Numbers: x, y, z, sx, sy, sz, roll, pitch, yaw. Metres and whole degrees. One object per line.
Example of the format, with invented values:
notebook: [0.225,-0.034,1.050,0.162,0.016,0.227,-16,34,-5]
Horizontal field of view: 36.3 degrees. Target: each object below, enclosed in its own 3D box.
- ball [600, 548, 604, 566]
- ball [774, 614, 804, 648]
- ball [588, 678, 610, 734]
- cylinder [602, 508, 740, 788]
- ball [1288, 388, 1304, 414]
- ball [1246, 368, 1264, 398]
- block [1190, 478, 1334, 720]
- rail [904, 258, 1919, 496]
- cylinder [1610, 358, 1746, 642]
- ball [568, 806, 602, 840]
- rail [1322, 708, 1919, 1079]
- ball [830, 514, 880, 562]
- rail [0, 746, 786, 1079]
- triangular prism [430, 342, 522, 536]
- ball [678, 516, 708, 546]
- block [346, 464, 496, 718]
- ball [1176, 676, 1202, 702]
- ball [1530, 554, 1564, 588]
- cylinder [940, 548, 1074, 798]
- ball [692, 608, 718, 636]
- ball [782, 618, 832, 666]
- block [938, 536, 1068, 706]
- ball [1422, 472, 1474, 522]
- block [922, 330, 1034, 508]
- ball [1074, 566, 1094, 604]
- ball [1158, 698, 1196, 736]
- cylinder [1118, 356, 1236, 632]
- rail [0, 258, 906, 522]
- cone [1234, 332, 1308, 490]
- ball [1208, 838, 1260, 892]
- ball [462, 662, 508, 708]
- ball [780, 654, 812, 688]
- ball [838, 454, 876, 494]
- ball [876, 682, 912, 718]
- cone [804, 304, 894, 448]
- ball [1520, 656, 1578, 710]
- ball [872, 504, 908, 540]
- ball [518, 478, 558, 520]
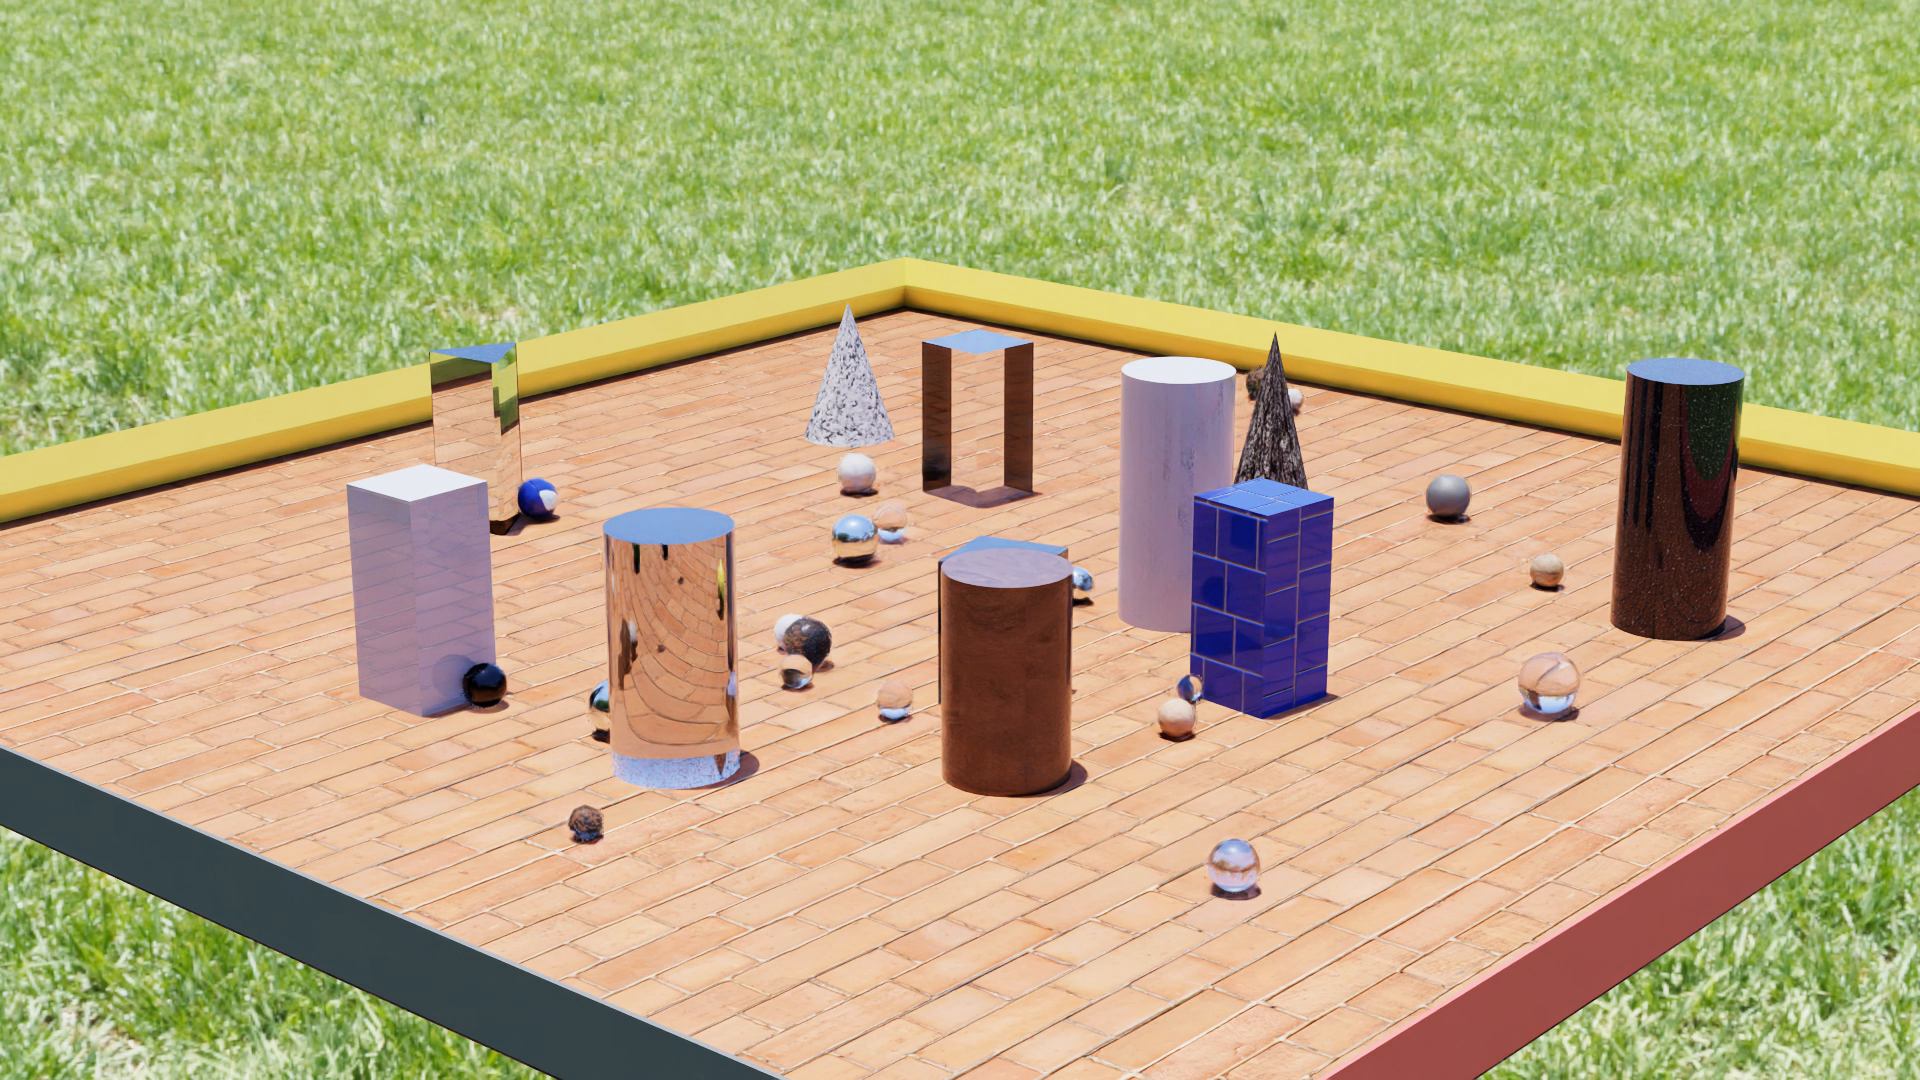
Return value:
ball: [-0.614,0.031,5.239,0.058,0.058,0.058,0,17,0]
ball: [-0.276,0.152,4.834,0.061,0.061,0.061,0,17,0]
ball: [-0.520,0.253,4.450,0.089,0.089,0.089,0,17,0]
cylinder: [-0.420,0.156,4.285,0.191,0.370,0.191,0,17,0]
ball: [0.715,-0.302,6.346,0.056,0.056,0.056,0,17,0]
ball: [0.665,-0.347,6.474,0.068,0.068,0.068,0,17,0]
block: [0.470,0.089,4.581,0.153,0.327,0.153,-15,22,-40]
rail: [1.093,-0.333,6.326,3.306,0.124,0.045,14,22,39]
cylinder: [1.200,-0.069,4.912,0.191,0.439,0.191,0,17,0]
ball: [-0.519,0.391,4.064,0.047,0.047,0.047,0,17,0]
rail: [1.230,0.340,4.098,0.045,0.124,3.382,14,22,39]
ball: [-0.190,-0.003,5.298,0.088,0.088,0.088,0,17,0]
rail: [-1.093,0.395,3.915,3.306,0.124,0.045,14,22,39]
triangular prism: [-0.881,-0.197,5.523,0.165,0.331,0.143,11,20,33]
ball: [-0.492,-0.017,5.401,0.056,0.056,0.056,0,17,0]
block: [-0.840,0.077,4.585,0.153,0.347,0.153,14,22,39]
ball: [0.360,0.233,4.600,0.041,0.041,0.041,0,17,0]
ball: [1.034,0.054,5.160,0.060,0.060,0.060,0,17,0]
cylinder: [0.068,0.191,4.262,0.191,0.316,0.191,0,17,0]
ball: [-0.426,0.138,4.907,0.045,0.045,0.045,0,17,0]
ball: [-0.247,0.165,4.754,0.081,0.081,0.081,0,17,0]
block: [0.068,0.135,4.588,0.153,0.236,0.153,8,19,25]
ball: [0.927,-0.083,5.567,0.095,0.095,0.095,0,17,0]
block: [0.034,-0.238,5.703,0.153,0.304,0.153,-15,23,-41]
ball: [0.200,0.078,5.072,0.065,0.065,0.065,0,17,0]
ball: [0.328,0.269,4.449,0.058,0.058,0.058,0,17,0]
cylinder: [0.365,-0.078,4.955,0.191,0.430,0.191,0,17,0]
rail: [-1.230,-0.278,6.143,0.045,0.124,3.382,14,22,39]
cone: [0.568,-0.183,5.340,0.191,0.409,0.191,0,17,0]
ball: [0.363,0.431,3.890,0.071,0.071,0.071,0,17,0]
ball: [-0.741,0.226,4.573,0.069,0.069,0.069,0,17,0]
ball: [-0.260,0.209,4.660,0.053,0.053,0.053,0,17,0]
ball: [-0.202,-0.131,5.740,0.077,0.077,0.077,0,17,0]
ball: [-0.102,0.247,4.525,0.056,0.056,0.056,0,17,0]
cone: [-0.233,-0.358,6.127,0.191,0.288,0.191,0,17,0]
ball: [0.913,0.221,4.543,0.085,0.085,0.085,0,17,0]
ball: [-0.130,-0.033,5.433,0.068,0.068,0.068,0,17,0]
ball: [-0.801,-0.078,5.567,0.077,0.077,0.077,0,17,0]
